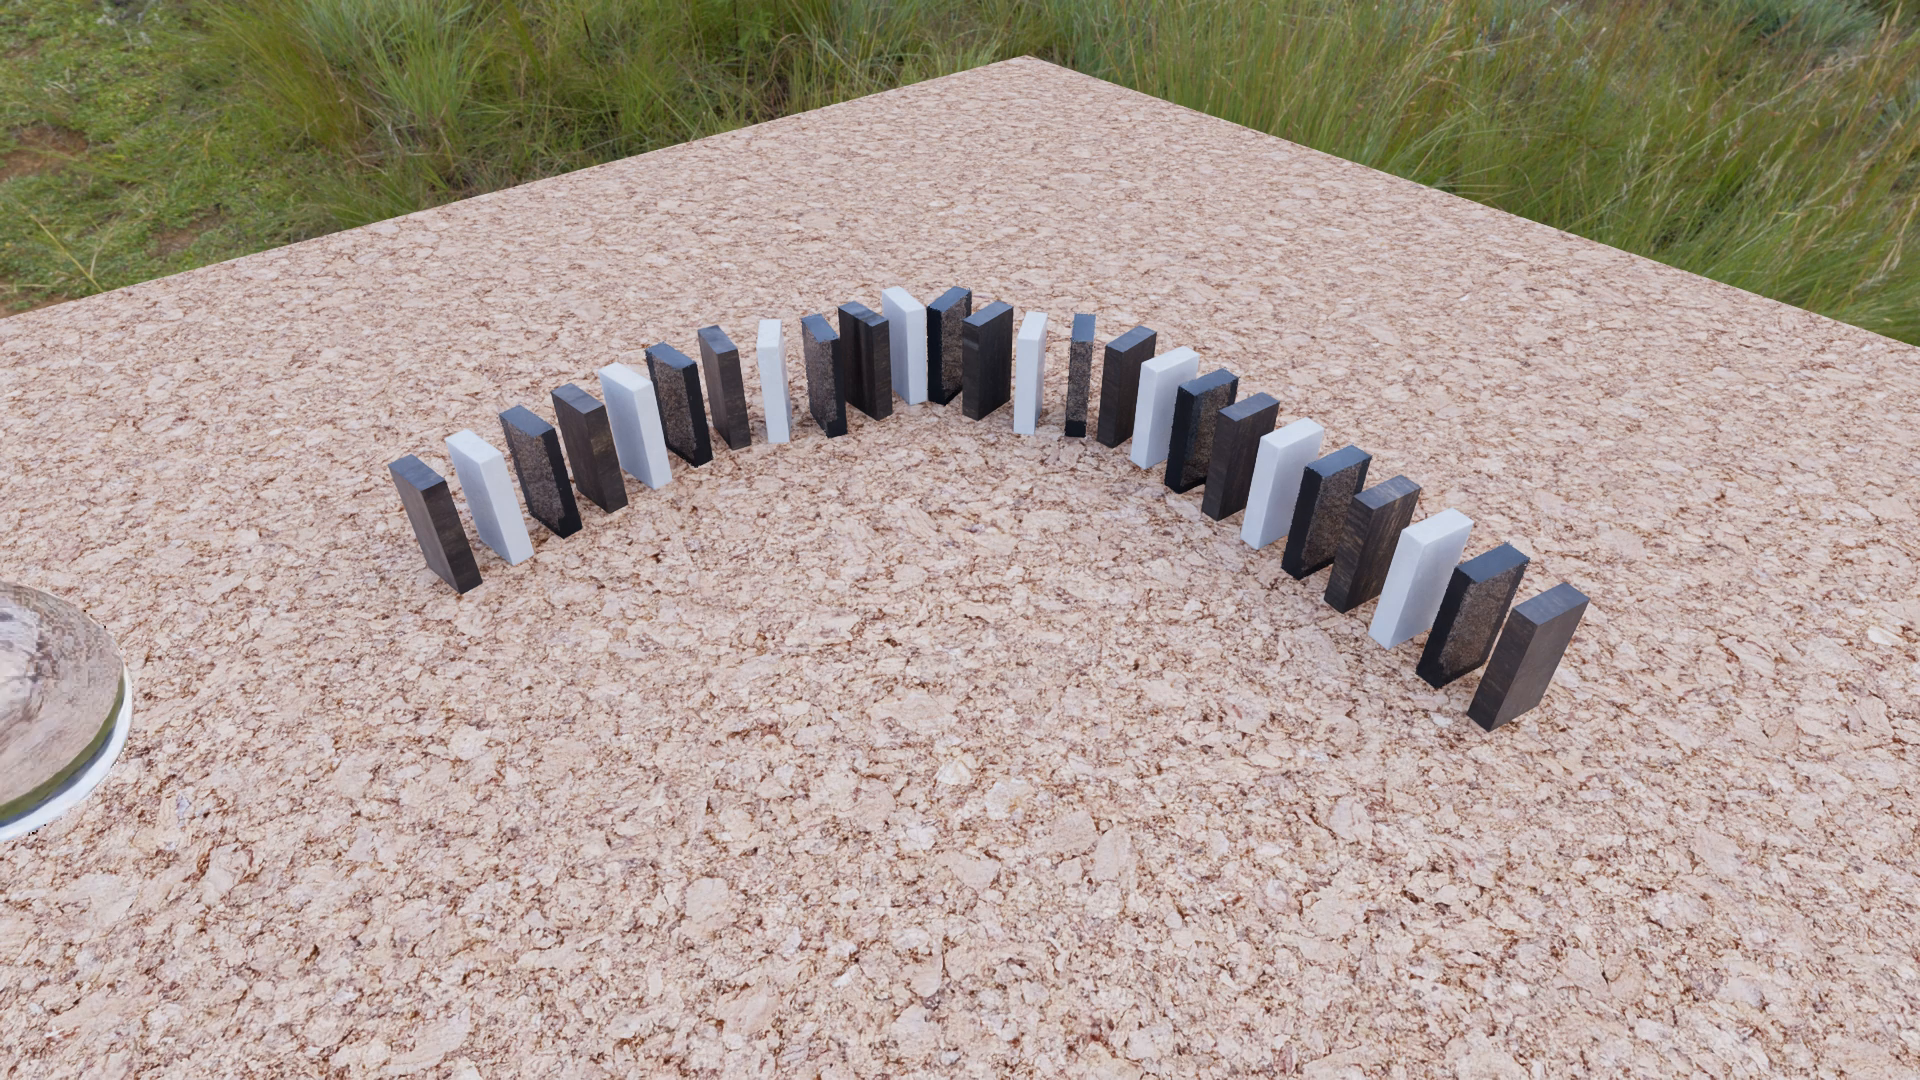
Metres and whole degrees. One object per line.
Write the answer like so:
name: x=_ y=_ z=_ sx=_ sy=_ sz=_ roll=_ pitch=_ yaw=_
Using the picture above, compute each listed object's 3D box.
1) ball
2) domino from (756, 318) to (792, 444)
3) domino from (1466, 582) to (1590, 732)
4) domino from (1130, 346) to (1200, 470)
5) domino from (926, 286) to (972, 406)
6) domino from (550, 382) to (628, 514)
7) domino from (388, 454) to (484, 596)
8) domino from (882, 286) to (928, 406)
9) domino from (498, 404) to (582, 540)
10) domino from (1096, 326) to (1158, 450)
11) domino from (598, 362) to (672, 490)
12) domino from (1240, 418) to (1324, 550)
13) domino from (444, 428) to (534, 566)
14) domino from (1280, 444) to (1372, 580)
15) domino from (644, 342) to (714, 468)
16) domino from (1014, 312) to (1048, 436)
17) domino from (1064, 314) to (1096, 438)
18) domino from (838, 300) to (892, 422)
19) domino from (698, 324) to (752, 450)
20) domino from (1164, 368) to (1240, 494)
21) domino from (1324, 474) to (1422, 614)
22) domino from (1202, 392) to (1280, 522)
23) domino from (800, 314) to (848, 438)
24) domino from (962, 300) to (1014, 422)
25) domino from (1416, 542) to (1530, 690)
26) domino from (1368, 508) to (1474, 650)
ball: x=-0.295 y=0.051 z=0.325 sx=0.080 sy=0.080 sz=0.080 roll=0 pitch=39 yaw=0
domino: x=-0.084 y=-0.072 z=0.499 sx=0.009 sy=0.050 sz=0.025 roll=-3 pitch=39 yaw=-3
domino: x=0.187 y=0.039 z=0.363 sx=0.025 sy=0.050 sz=0.010 roll=-20 pitch=43 yaw=-22
domino: x=0.089 y=-0.058 z=0.482 sx=0.025 sy=0.050 sz=0.009 roll=-25 pitch=45 yaw=-27
domino: x=-0.005 y=-0.092 z=0.524 sx=0.009 sy=0.050 sz=0.025 roll=20 pitch=43 yaw=23
domino: x=-0.154 y=-0.038 z=0.458 sx=0.025 sy=0.050 sz=0.009 roll=31 pitch=48 yaw=32
domino: x=-0.199 y=-0.006 z=0.418 sx=0.025 sy=0.050 sz=0.010 roll=29 pitch=48 yaw=31
domino: x=-0.026 y=-0.092 z=0.524 sx=0.010 sy=0.050 sz=0.025 roll=-20 pitch=43 yaw=-23
domino: x=-0.169 y=-0.027 z=0.445 sx=0.025 sy=0.050 sz=0.009 roll=29 pitch=48 yaw=31
domino: x=0.075 y=-0.069 z=0.495 sx=0.010 sy=0.050 sz=0.025 roll=31 pitch=48 yaw=32
domino: x=-0.139 y=-0.048 z=0.471 sx=0.025 sy=0.050 sz=0.009 roll=29 pitch=48 yaw=31
domino: x=0.128 y=-0.022 z=0.438 sx=0.025 sy=0.050 sz=0.009 roll=-23 pitch=45 yaw=-26
domino: x=-0.184 y=-0.016 z=0.431 sx=0.025 sy=0.050 sz=0.010 roll=29 pitch=47 yaw=31
domino: x=0.141 y=-0.010 z=0.424 sx=0.025 sy=0.050 sz=0.009 roll=-22 pitch=44 yaw=-25
domino: x=-0.123 y=-0.059 z=0.484 sx=0.025 sy=0.050 sz=0.009 roll=32 pitch=49 yaw=33
domino: x=0.032 y=-0.076 z=0.504 sx=0.009 sy=0.050 sz=0.025 roll=8 pitch=40 yaw=10
domino: x=0.055 y=-0.075 z=0.503 sx=0.009 sy=0.050 sz=0.025 roll=5 pitch=40 yaw=6
domino: x=-0.044 y=-0.083 z=0.513 sx=0.009 sy=0.050 sz=0.025 roll=-30 pitch=48 yaw=-31
domino: x=-0.106 y=-0.068 z=0.495 sx=0.010 sy=0.050 sz=0.025 roll=-20 pitch=43 yaw=-23
domino: x=0.102 y=-0.046 z=0.467 sx=0.025 sy=0.050 sz=0.010 roll=-23 pitch=45 yaw=-25
domino: x=0.153 y=0.002 z=0.409 sx=0.025 sy=0.050 sz=0.009 roll=-22 pitch=44 yaw=-24
domino: x=0.115 y=-0.034 z=0.453 sx=0.025 sy=0.050 sz=0.009 roll=-24 pitch=45 yaw=-27
domino: x=-0.062 y=-0.075 z=0.502 sx=0.010 sy=0.050 sz=0.025 roll=-17 pitch=42 yaw=-19
domino: x=0.013 y=-0.083 z=0.513 sx=0.009 sy=0.050 sz=0.025 roll=28 pitch=47 yaw=30
domino: x=0.176 y=0.027 z=0.379 sx=0.025 sy=0.050 sz=0.009 roll=-20 pitch=43 yaw=-23
domino: x=0.165 y=0.014 z=0.394 sx=0.025 sy=0.050 sz=0.009 roll=-20 pitch=44 yaw=-23
